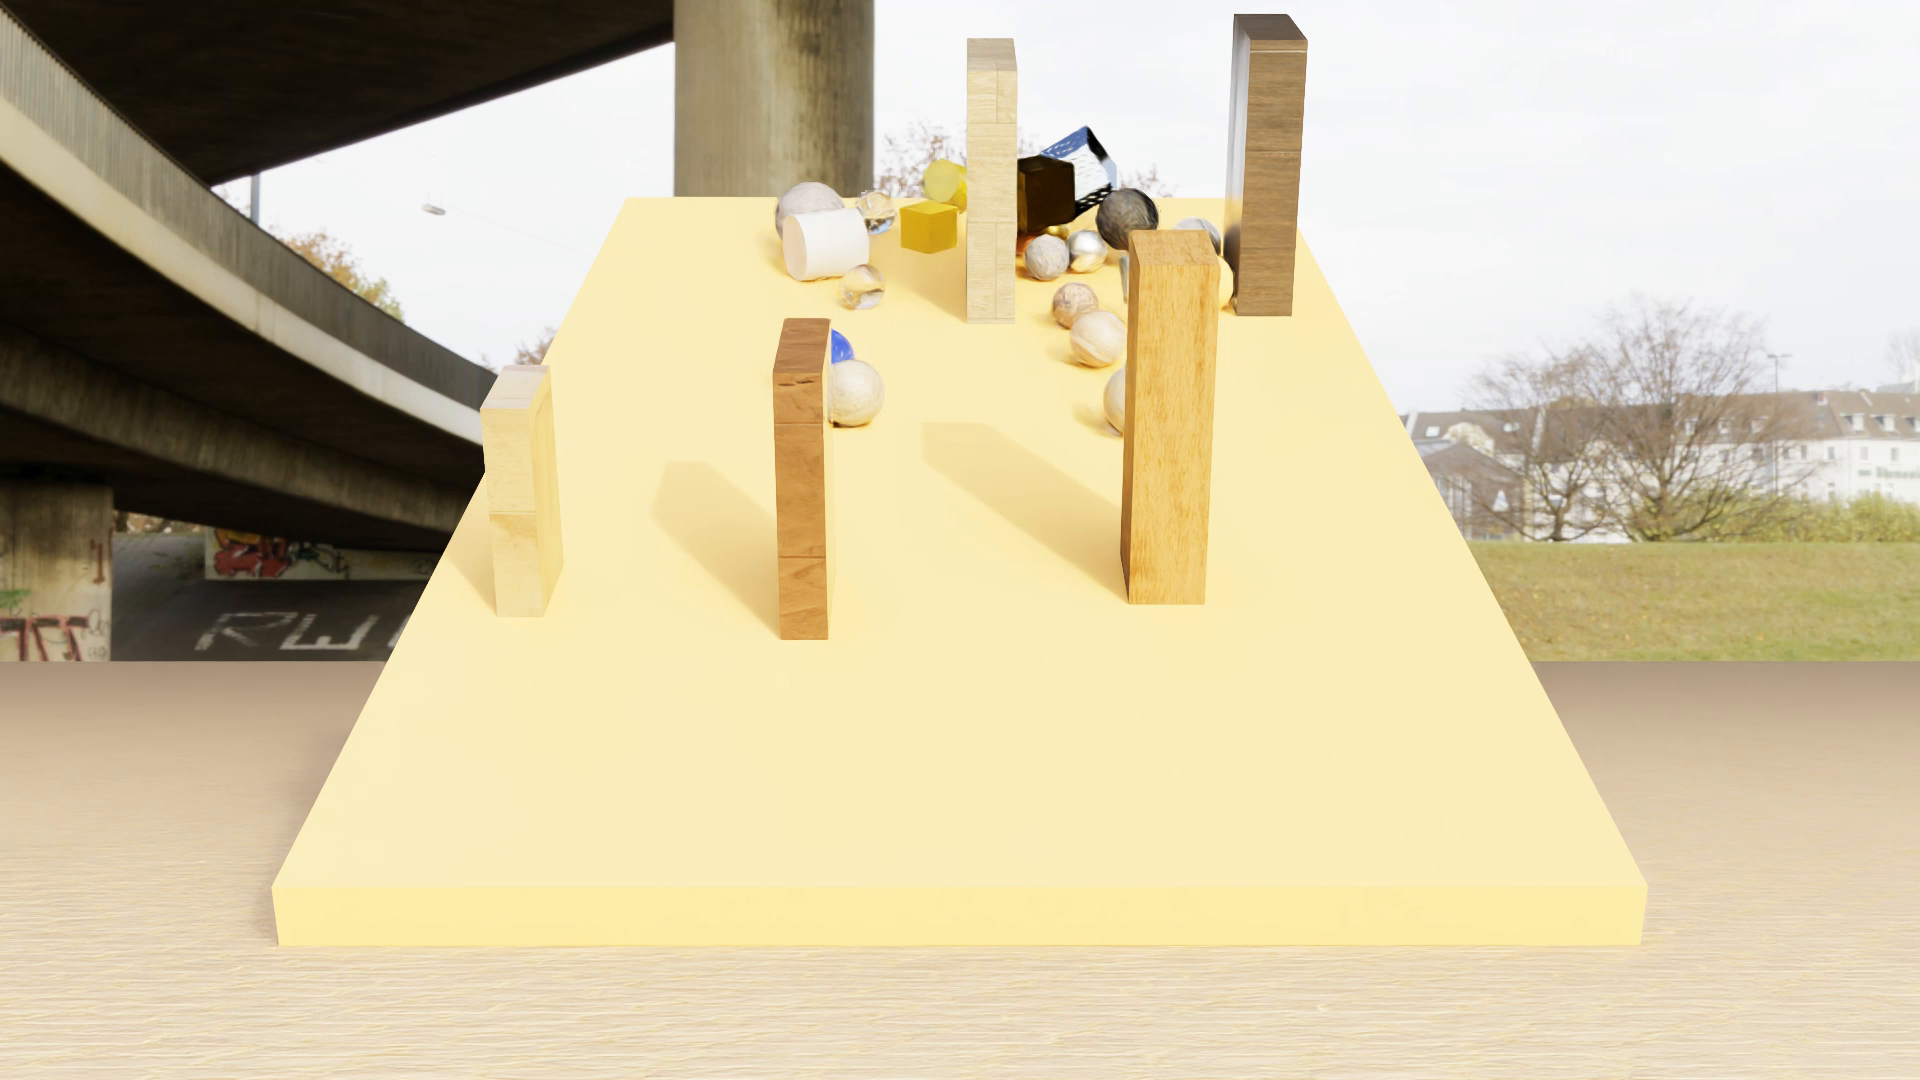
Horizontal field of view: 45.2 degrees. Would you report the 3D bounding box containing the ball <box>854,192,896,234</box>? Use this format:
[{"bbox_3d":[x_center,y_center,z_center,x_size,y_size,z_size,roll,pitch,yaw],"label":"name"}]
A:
[{"bbox_3d":[-0.245,-0.939,6.627,0.123,0.123,0.123,0,-3,0],"label":"ball"}]

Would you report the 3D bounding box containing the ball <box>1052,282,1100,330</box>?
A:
[{"bbox_3d":[0.290,-0.590,5.804,0.120,0.120,0.120,0,-3,0],"label":"ball"}]

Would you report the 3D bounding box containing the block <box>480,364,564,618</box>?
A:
[{"bbox_3d":[-0.802,-0.092,4.247,0.084,0.404,0.243,0,23,0],"label":"block"}]

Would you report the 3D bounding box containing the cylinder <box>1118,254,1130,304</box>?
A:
[{"bbox_3d":[0.455,-0.652,5.743,0.111,0.111,0.111,-7,-1,0],"label":"cylinder"}]

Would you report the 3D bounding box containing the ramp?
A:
[{"bbox_3d":[-0.007,-0.225,5.217,2.000,0.100,4.000,0,23,0],"label":"ramp"}]

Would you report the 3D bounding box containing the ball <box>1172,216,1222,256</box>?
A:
[{"bbox_3d":[0.634,-0.799,6.247,0.151,0.151,0.151,0,-3,0],"label":"ball"}]

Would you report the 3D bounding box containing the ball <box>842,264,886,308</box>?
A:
[{"bbox_3d":[-0.249,-0.655,5.962,0.116,0.116,0.116,0,-3,0],"label":"ball"}]

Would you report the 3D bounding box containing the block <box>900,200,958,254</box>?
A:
[{"bbox_3d":[-0.088,-0.881,6.503,0.114,0.114,0.114,20,30,39],"label":"block"}]

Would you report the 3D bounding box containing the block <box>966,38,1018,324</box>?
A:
[{"bbox_3d":[0.078,-0.928,5.934,0.122,0.641,0.435,0,23,0],"label":"block"}]

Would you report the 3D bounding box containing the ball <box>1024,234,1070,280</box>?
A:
[{"bbox_3d":[0.234,-0.758,6.201,0.122,0.122,0.122,0,-3,0],"label":"ball"}]

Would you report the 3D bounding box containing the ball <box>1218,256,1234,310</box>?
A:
[{"bbox_3d":[0.622,-0.657,5.914,0.160,0.160,0.160,0,-3,0],"label":"ball"}]

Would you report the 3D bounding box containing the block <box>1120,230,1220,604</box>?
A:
[{"bbox_3d":[0.383,-0.225,4.255,0.141,0.648,0.240,0,23,0],"label":"block"}]

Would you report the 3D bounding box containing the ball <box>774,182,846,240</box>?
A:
[{"bbox_3d":[-0.412,-0.888,6.379,0.203,0.203,0.203,0,-3,0],"label":"ball"}]

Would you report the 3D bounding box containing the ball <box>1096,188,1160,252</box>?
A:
[{"bbox_3d":[0.456,-0.872,6.284,0.172,0.172,0.172,0,-3,0],"label":"ball"}]

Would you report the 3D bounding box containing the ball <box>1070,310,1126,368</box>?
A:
[{"bbox_3d":[0.331,-0.481,5.523,0.138,0.138,0.138,0,-3,0],"label":"ball"}]

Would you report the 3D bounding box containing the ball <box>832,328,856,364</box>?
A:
[{"bbox_3d":[-0.323,-0.404,5.291,0.173,0.173,0.173,0,-3,0],"label":"ball"}]

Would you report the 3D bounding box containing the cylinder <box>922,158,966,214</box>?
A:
[{"bbox_3d":[-0.022,-1.019,6.651,0.130,0.130,0.130,-2,-6,32],"label":"cylinder"}]

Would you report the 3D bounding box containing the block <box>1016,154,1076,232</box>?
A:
[{"bbox_3d":[0.199,-0.937,6.227,0.159,0.159,0.159,-16,24,-29],"label":"block"}]

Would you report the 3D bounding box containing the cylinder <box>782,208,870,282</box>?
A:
[{"bbox_3d":[-0.363,-0.796,6.216,0.179,0.179,0.179,-10,2,-23],"label":"cylinder"}]

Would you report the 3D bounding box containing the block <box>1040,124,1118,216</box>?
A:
[{"bbox_3d":[0.328,-1.018,6.397,0.158,0.158,0.158,-28,30,22],"label":"block"}]

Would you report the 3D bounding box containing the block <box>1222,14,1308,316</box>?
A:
[{"bbox_3d":[0.780,-0.970,5.955,0.141,0.705,0.371,0,23,0],"label":"block"}]

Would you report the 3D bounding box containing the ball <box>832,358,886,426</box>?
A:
[{"bbox_3d":[-0.240,-0.328,5.140,0.150,0.150,0.150,0,-3,0],"label":"ball"}]

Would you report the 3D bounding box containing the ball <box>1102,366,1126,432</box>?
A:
[{"bbox_3d":[0.393,-0.309,5.083,0.161,0.161,0.161,0,-3,0],"label":"ball"}]

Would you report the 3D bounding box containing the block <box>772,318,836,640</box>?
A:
[{"bbox_3d":[-0.278,-0.114,4.174,0.086,0.503,0.317,0,23,0],"label":"block"}]

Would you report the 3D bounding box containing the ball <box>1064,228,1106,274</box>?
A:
[{"bbox_3d":[0.340,-0.785,6.270,0.119,0.119,0.119,0,-3,0],"label":"ball"}]

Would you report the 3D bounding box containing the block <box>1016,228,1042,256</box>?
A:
[{"bbox_3d":[0.142,-0.878,6.400,0.113,0.113,0.113,38,1,-32],"label":"block"}]

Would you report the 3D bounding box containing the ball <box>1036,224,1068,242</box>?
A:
[{"bbox_3d":[0.249,-0.859,6.456,0.111,0.111,0.111,0,-3,0],"label":"ball"}]
